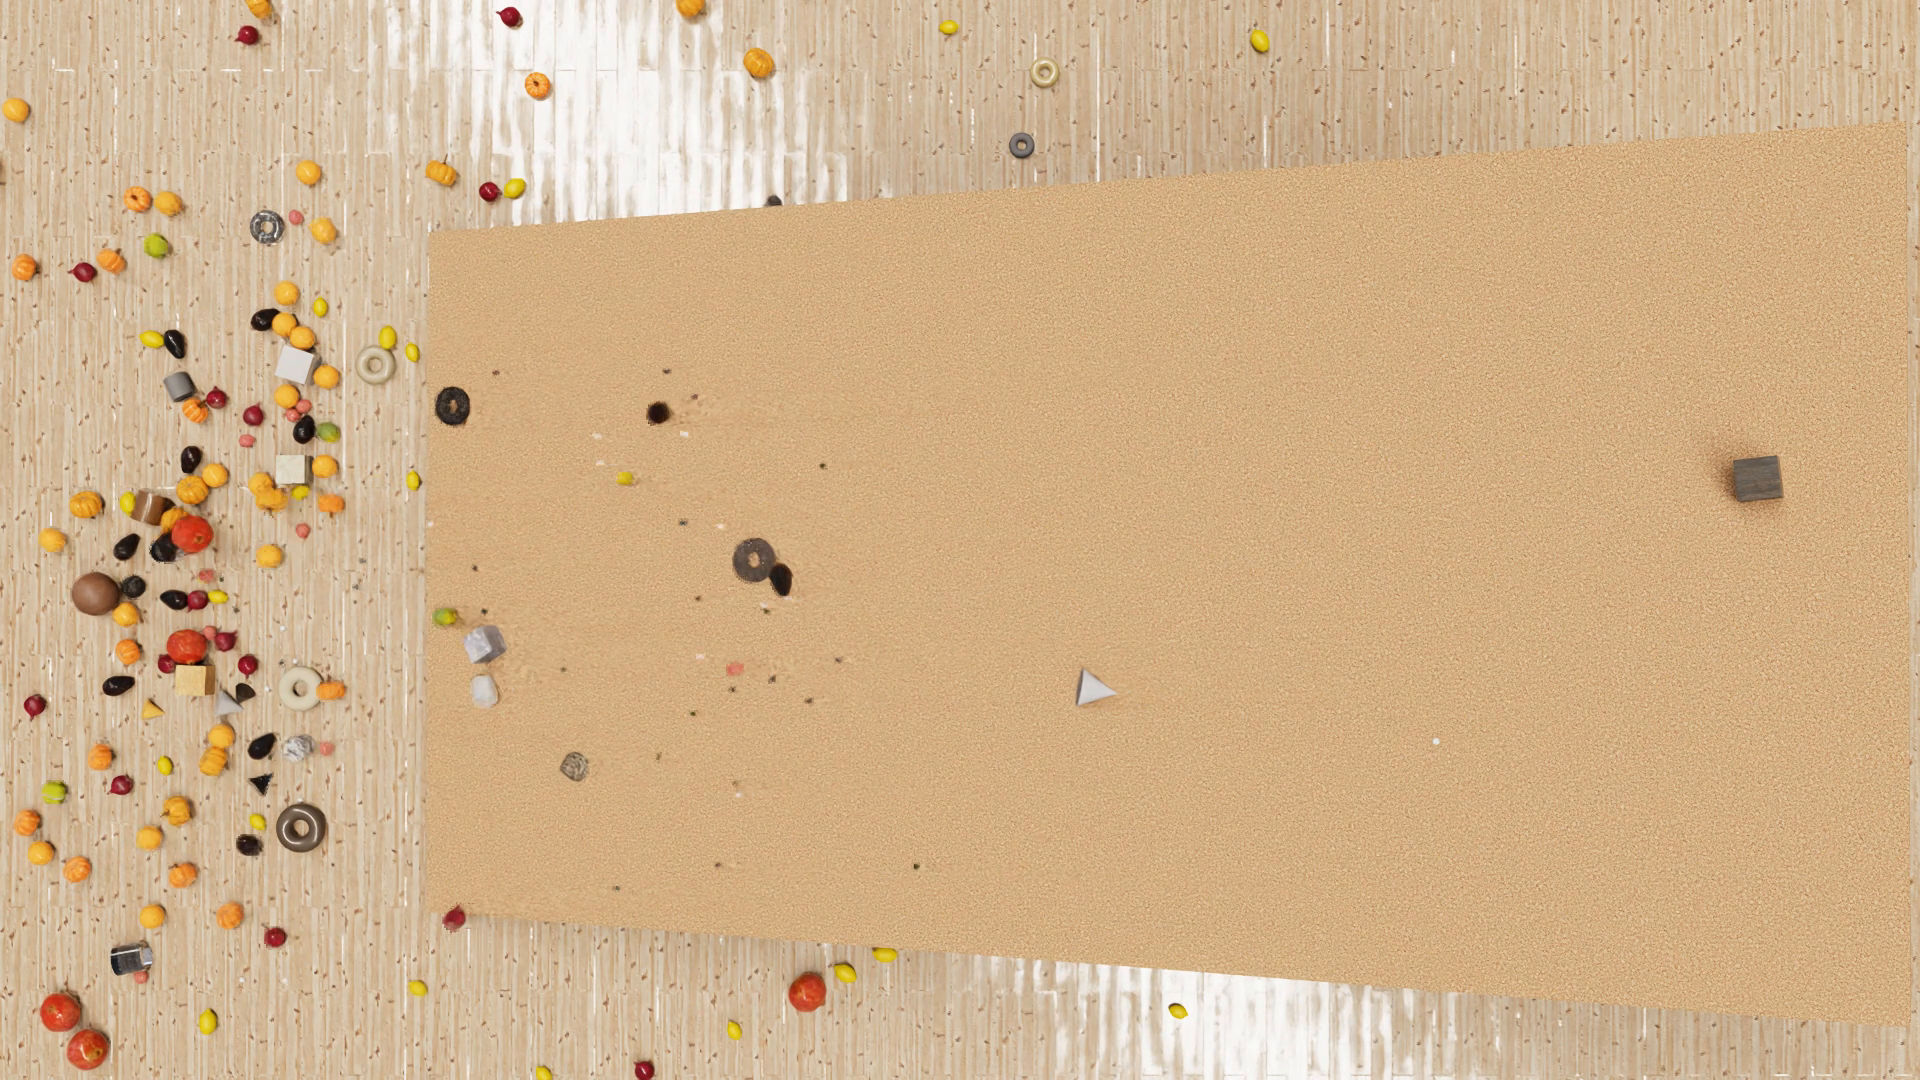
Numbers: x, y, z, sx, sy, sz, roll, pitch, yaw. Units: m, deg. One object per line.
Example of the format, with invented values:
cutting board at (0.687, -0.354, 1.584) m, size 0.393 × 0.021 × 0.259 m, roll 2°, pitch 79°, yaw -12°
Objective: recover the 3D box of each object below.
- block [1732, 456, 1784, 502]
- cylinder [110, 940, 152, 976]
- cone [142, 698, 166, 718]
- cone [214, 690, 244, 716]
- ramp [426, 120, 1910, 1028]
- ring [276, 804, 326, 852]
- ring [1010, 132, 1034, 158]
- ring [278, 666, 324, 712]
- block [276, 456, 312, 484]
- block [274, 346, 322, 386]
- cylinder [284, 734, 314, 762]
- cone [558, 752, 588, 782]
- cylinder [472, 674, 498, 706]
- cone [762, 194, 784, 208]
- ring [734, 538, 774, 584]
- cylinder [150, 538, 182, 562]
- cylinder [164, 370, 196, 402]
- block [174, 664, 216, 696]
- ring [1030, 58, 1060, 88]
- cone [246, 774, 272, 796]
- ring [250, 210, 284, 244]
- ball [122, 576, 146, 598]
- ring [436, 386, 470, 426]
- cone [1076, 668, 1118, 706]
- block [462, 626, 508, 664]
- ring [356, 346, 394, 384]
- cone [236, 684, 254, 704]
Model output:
block at (1.792, -0.137, 4.933) m, size 0.093 × 0.093 × 0.093 m, roll -7°, pitch 87°, yaw 24°
cylinder at (-2.451, 1.238, 6.504) m, size 0.088 × 0.088 × 0.088 m, roll -11°, pitch 89°, yaw 0°
cone at (-2.395, 0.509, 6.543) m, size 0.063 × 0.063 × 0.063 m, roll 16°, pitch 89°, yaw -26°
cone at (-2.166, 0.496, 6.539) m, size 0.082 × 0.082 × 0.082 m, roll 18°, pitch 89°, yaw -26°
ramp at (0.283, 0.084, 5.705) m, size 4.000 × 0.100 × 2.000 m, roll 0°, pitch 89°, yaw 24°
ring at (-1.957, 0.855, 6.529) m, size 0.148 × 0.049 × 0.148 m, roll 0°, pitch 90°, yaw 1°
ring at (0.184, -1.178, 6.565) m, size 0.077 × 0.026 × 0.077 m, roll 0°, pitch 88°, yaw 0°
ring at (-1.959, 0.442, 6.536) m, size 0.136 × 0.045 × 0.136 m, roll 0°, pitch 90°, yaw -1°
block at (-1.974, -0.208, 6.524) m, size 0.084 × 0.084 × 0.084 m, roll 0°, pitch 89°, yaw 0°
block at (-1.962, -0.516, 6.523) m, size 0.092 × 0.092 × 0.092 m, roll 18°, pitch 89°, yaw 0°
cylinder at (-1.957, 0.614, 6.515) m, size 0.065 × 0.065 × 0.065 m, roll 3°, pitch 104°, yaw 12°
cone at (-1.110, 0.645, 6.215) m, size 0.085 × 0.085 × 0.085 m, roll 0°, pitch 89°, yaw 24°
cylinder at (-1.369, 0.434, 6.332) m, size 0.066 × 0.066 × 0.066 m, roll -20°, pitch 60°, yaw 0°
cone at (-0.581, -0.969, 6.554) m, size 0.092 × 0.092 × 0.092 m, roll -18°, pitch 89°, yaw 26°
ring at (-0.562, 0.055, 6.003) m, size 0.126 × 0.042 × 0.126 m, roll -1°, pitch 88°, yaw 24°
cylinder at (-2.354, 0.031, 6.527) m, size 0.071 × 0.071 × 0.071 m, roll 0°, pitch 89°, yaw 0°
cylinder at (-2.320, -0.456, 6.534) m, size 0.069 × 0.069 × 0.069 m, roll -26°, pitch 89°, yaw 0°
block at (-2.265, 0.414, 6.515) m, size 0.087 × 0.087 × 0.087 m, roll 2°, pitch 89°, yaw 0°
ring at (0.253, -1.396, 6.565) m, size 0.090 × 0.030 × 0.090 m, roll 0°, pitch 90°, yaw 1°
cone at (-2.071, 0.714, 6.540) m, size 0.067 × 0.067 × 0.067 m, roll -38°, pitch 89°, yaw -34°
ring at (-2.066, -0.933, 6.557) m, size 0.104 × 0.035 × 0.104 m, roll 0°, pitch 90°, yaw -1°
ball at (-2.452, 0.139, 6.528) m, size 0.066 × 0.066 × 0.066 m, roll 0°, pitch 89°, yaw 0°
ring at (-1.481, -0.390, 6.418) m, size 0.116 × 0.039 × 0.116 m, roll 0°, pitch 91°, yaw 24°
cone at (0.353, 0.382, 5.592) m, size 0.100 × 0.100 × 0.100 m, roll 10°, pitch 89°, yaw -3°
block at (-1.369, 0.300, 6.338) m, size 0.078 × 0.078 × 0.078 m, roll -32°, pitch 77°, yaw 20°
ring at (-1.742, -0.521, 6.550) m, size 0.120 × 0.040 × 0.120 m, roll 0°, pitch 89°, yaw 1°
cone at (-2.140, 0.469, 6.544) m, size 0.061 × 0.061 × 0.061 m, roll 39°, pitch 116°, yaw 0°
